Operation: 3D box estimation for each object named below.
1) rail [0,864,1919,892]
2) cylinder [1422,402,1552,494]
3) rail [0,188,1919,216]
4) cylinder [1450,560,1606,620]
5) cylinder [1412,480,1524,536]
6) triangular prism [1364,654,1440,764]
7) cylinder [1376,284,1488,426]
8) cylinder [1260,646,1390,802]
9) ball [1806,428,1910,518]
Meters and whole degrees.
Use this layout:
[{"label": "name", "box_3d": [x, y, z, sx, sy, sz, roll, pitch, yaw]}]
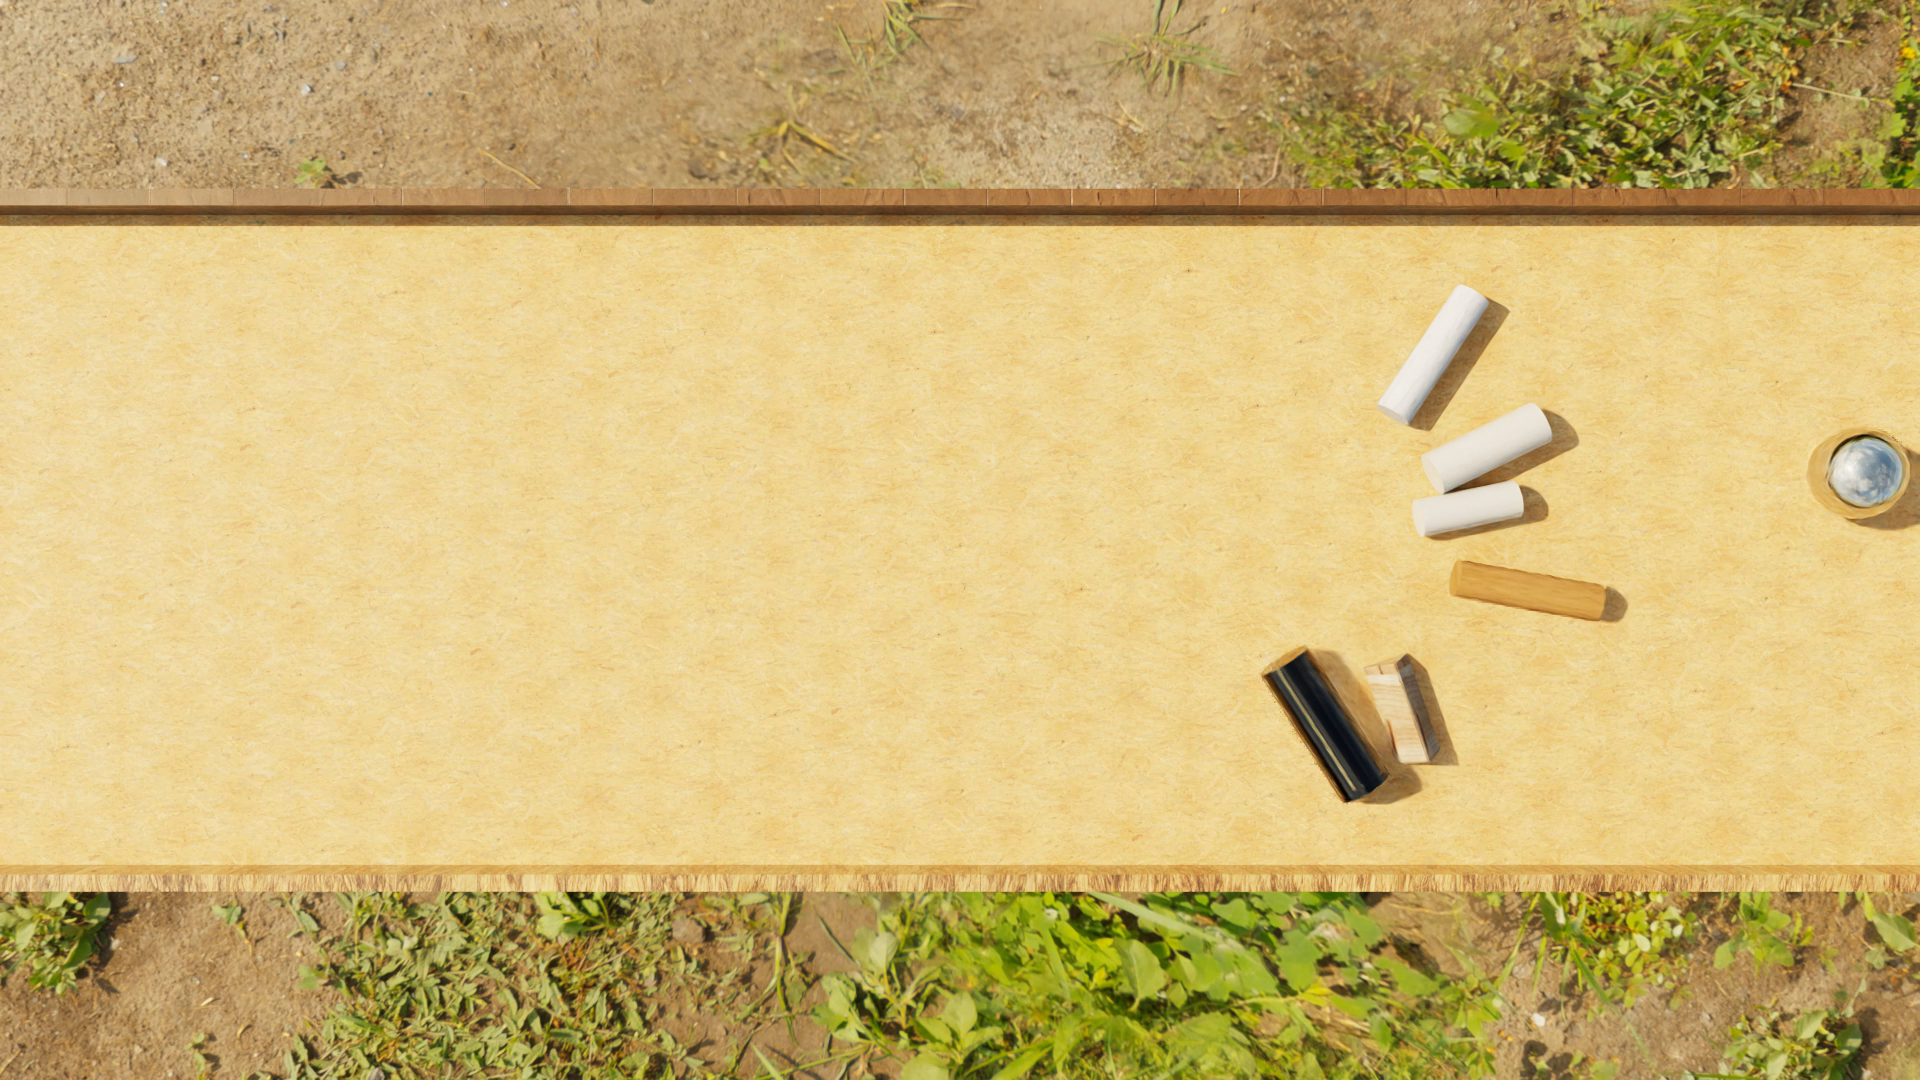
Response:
[{"label": "rail", "box_3d": [-2.247, 1.025, 5.001, 12.000, 0.150, 0.050, 0, 90, 0]}, {"label": "cylinder", "box_3d": [1.598, -0.279, 5.009, 0.362, 0.135, 0.135, -26, 90, 0]}, {"label": "rail", "box_3d": [-2.247, -1.025, 5.002, 12.000, 0.150, 0.050, 0, 90, 0]}, {"label": "cylinder", "box_3d": [1.725, 0.152, 5.021, 0.438, 0.111, 0.111, 10, 90, 0]}, {"label": "cylinder", "box_3d": [1.544, -0.096, 5.019, 0.303, 0.115, 0.115, -11, 90, 0]}, {"label": "triangular prism", "box_3d": [1.357, 0.518, 5.013, 0.140, 0.121, 0.314, -19, 90, 0]}, {"label": "cylinder", "box_3d": [1.438, -0.563, 5.020, 0.114, 0.114, 0.438, 34, 90, 0]}, {"label": "cylinder", "box_3d": [1.102, 0.556, 4.992, 0.169, 0.169, 0.455, -33, 90, 0]}, {"label": "ball", "box_3d": [2.688, -0.201, 4.940, 0.274, 0.274, 0.274, 0, 90, 0]}]
